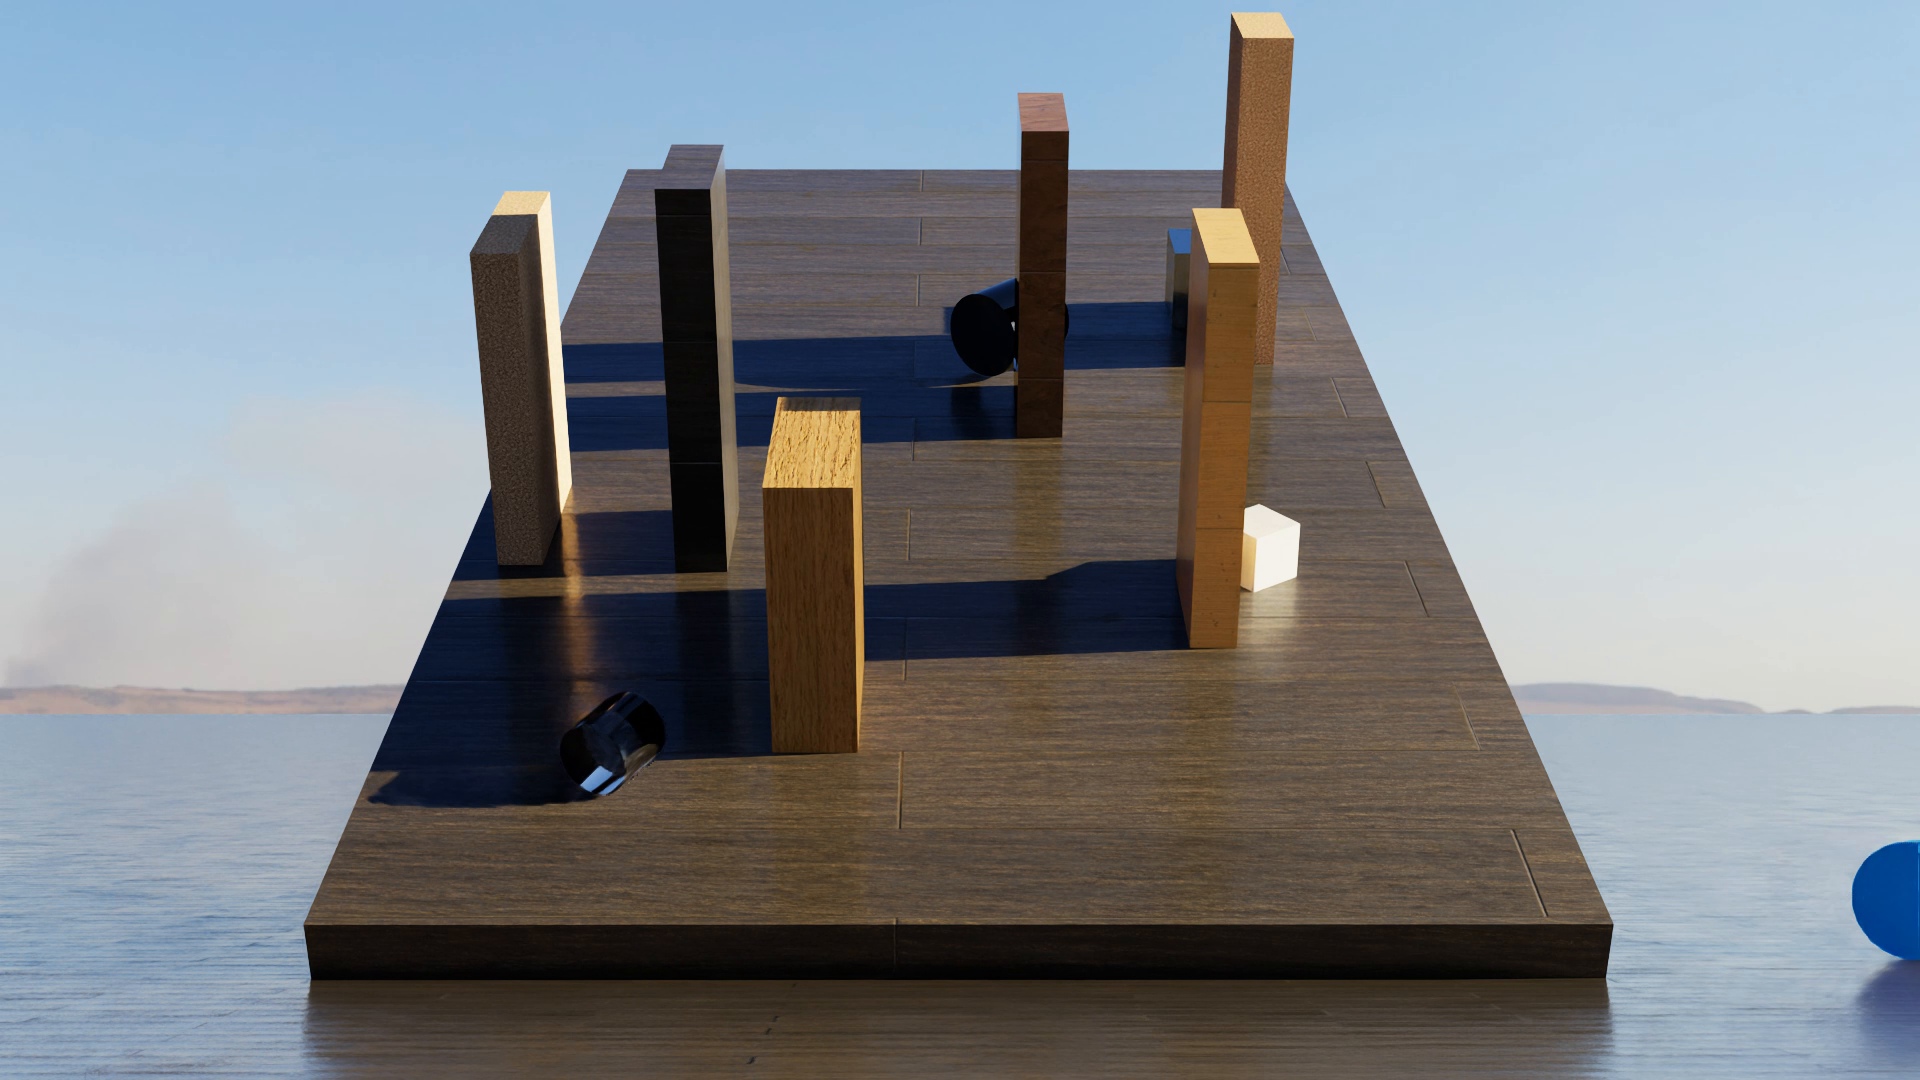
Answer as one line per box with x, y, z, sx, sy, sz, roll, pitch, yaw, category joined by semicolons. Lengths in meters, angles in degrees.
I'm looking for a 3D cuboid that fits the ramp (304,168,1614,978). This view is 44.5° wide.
-0.009;-0.229;5.411;2.000;0.100;4.000;0;26;0;ramp

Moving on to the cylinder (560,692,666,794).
-0.583;0.341;3.948;0.127;0.127;0.127;-2;22;28;cylinder

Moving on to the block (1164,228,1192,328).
0.634;-0.668;5.991;0.197;0.197;0.197;0;26;-1;block

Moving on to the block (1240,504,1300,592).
0.587;0.016;4.650;0.116;0.116;0.116;-18;31;-33;block

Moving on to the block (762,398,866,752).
-0.250;0.056;4.115;0.147;0.501;0.393;0;26;0;block

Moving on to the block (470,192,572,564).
-0.881;-0.330;4.744;0.090;0.653;0.395;0;26;0;block

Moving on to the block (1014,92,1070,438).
0.180;-0.619;5.292;0.102;0.707;0.316;0;26;0;block

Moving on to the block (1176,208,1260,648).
0.474;-0.206;4.370;0.088;0.756;0.308;0;26;0;block

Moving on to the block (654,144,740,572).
-0.515;-0.356;4.643;0.103;0.789;0.297;0;26;0;block

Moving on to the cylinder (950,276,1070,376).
0.120;-0.521;5.672;0.204;0.204;0.204;-4;16;44;cylinder

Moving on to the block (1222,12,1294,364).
0.705;-0.843;5.658;0.116;0.799;0.255;0;26;0;block

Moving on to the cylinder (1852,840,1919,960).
1.639;0.604;3.977;0.195;0.195;0.195;-3;-5;37;cylinder
